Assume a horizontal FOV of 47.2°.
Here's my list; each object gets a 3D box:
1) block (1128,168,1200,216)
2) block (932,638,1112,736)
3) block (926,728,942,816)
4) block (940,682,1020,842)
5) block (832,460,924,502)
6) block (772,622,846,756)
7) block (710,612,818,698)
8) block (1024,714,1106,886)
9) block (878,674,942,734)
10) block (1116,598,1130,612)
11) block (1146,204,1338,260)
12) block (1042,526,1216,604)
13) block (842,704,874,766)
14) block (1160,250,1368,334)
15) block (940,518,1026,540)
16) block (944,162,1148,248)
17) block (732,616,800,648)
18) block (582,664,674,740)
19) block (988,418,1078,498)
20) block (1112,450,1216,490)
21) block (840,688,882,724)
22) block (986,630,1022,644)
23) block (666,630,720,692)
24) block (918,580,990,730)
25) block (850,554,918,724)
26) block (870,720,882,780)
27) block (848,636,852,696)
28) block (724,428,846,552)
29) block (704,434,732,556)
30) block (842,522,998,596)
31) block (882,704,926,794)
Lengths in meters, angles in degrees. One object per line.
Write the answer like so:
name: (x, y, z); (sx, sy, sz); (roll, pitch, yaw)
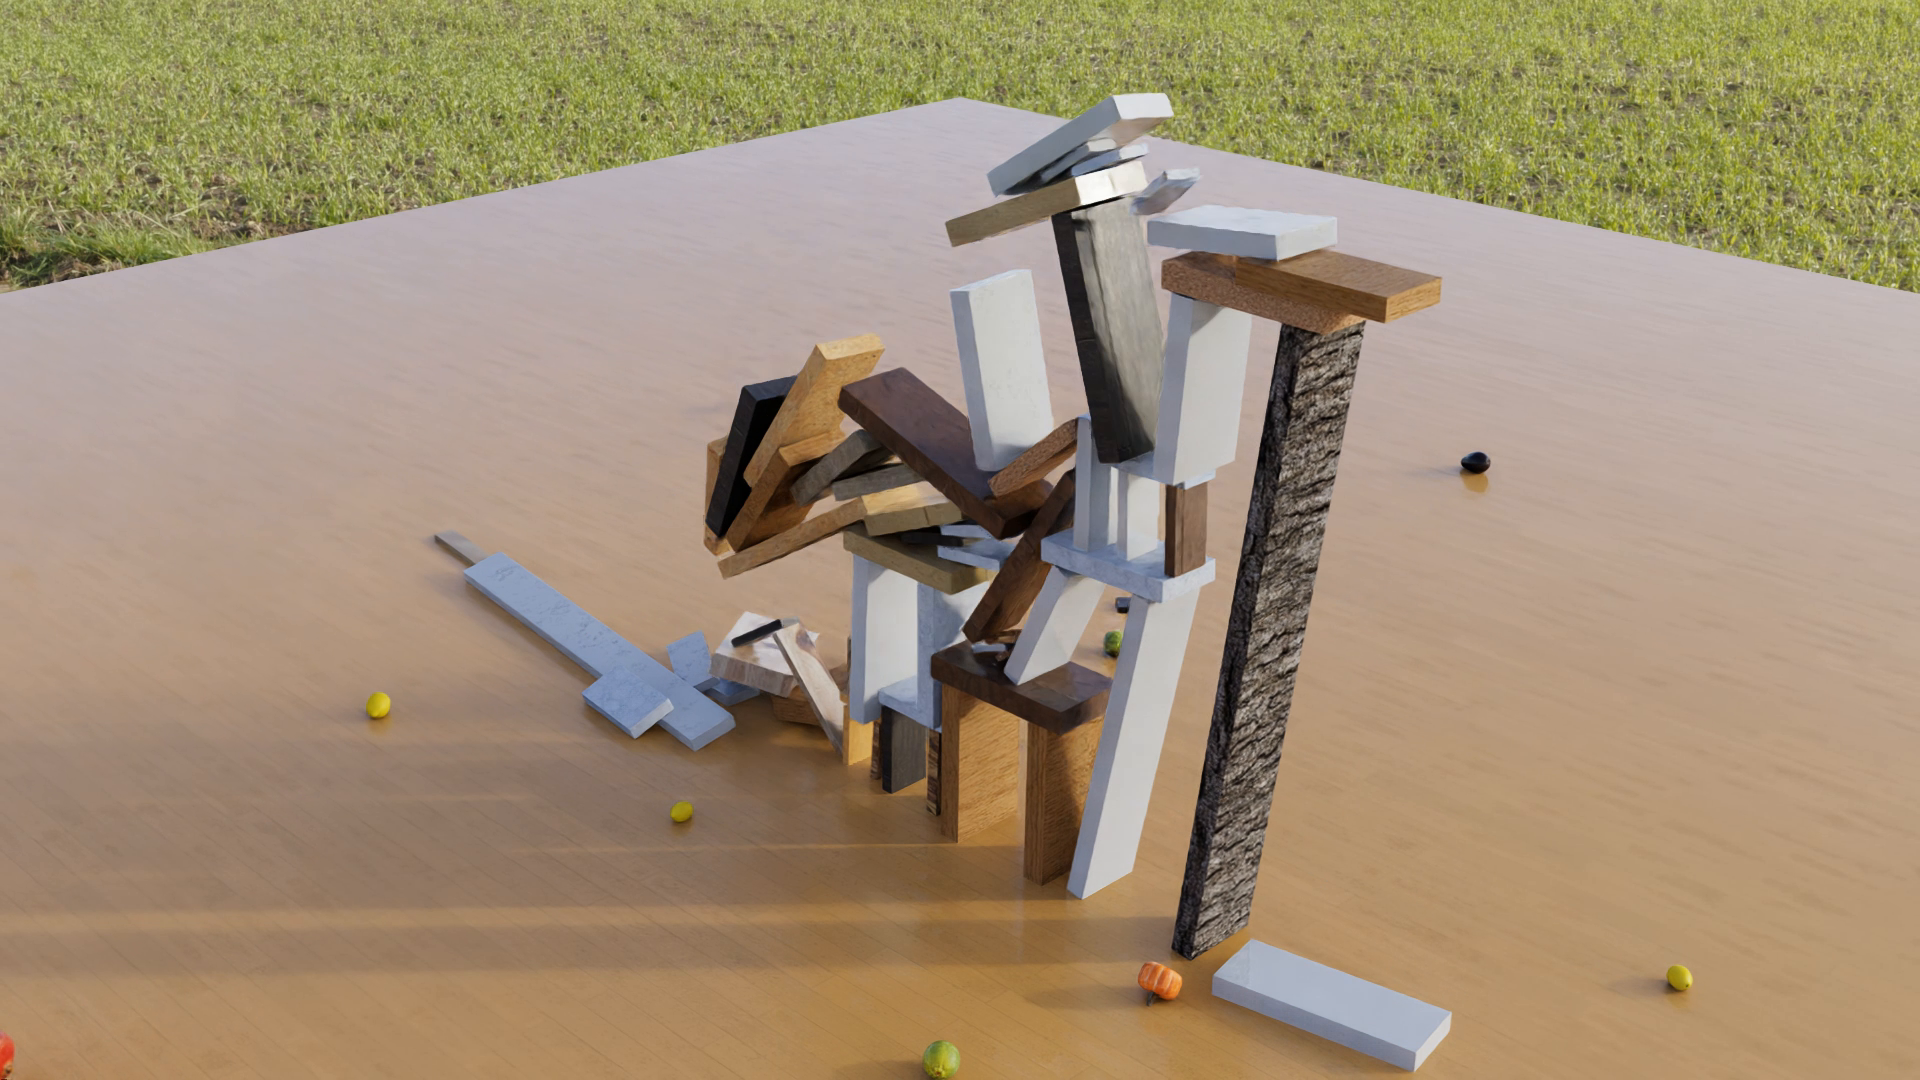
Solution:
block: (0.336, -0.573, 3.623); (0.064, 0.018, 0.128); (-9, -15, -28)
block: (0.124, 0.267, 4.198); (0.339, 0.048, 0.170); (21, 31, 41)
block: (-0.020, 0.453, 4.443); (0.028, 0.195, 0.098); (24, 33, 39)
block: (0.041, 0.414, 4.351); (0.170, 0.339, 0.048); (-21, 32, -41)
block: (-0.112, -0.132, 4.310); (0.142, 0.040, 0.283); (-21, 6, -39)
block: (-0.299, 0.317, 4.693); (0.070, 0.298, 0.020); (-22, -13, -39)
block: (-0.437, 0.254, 4.948); (0.180, 0.051, 0.359); (17, 14, 1)
block: (0.202, 0.476, 4.203); (0.170, 0.339, 0.048); (-21, 32, -41)
block: (-0.063, 0.332, 4.439); (0.098, 0.028, 0.195); (-21, 31, -40)
block: (0.437, 0.158, 5.369); (0.109, 0.015, 0.054); (0, 23, -1)
block: (0.451, -0.495, 3.533); (0.142, 0.040, 0.283); (-20, 23, -36)
block: (0.298, 0.035, 3.921); (0.143, 0.041, 0.286); (-21, 30, -40)
block: (-0.214, 0.403, 4.633); (0.069, 0.138, 0.020); (-21, 34, -40)
block: (0.500, -0.405, 3.511); (0.164, 0.047, 0.328); (-21, 32, -40)
block: (0.054, -0.028, 4.141); (0.169, 0.024, 0.085); (3, 19, 41)
block: (0.147, -0.580, 3.812); (0.167, 0.047, 0.334); (-22, 8, -41)
block: (-0.427, 0.202, 4.829); (0.140, 0.020, 0.070); (-23, -7, 29)
block: (-0.732, 0.353, 4.835); (0.108, 0.031, 0.217); (-39, 38, -21)
block: (0.167, -0.160, 3.984); (0.125, 0.035, 0.250); (-24, -8, -40)
block: (0.350, -0.128, 3.793); (0.083, 0.023, 0.166); (-21, 29, -40)
block: (-0.179, 0.340, 4.574); (0.069, 0.020, 0.138); (-21, 34, -40)
block: (0.098, 0.184, 4.197); (0.047, 0.013, 0.094); (-21, 8, -42)
block: (-0.605, 0.282, 4.981); (0.089, 0.025, 0.177); (-25, 38, -2)
block: (-0.013, 0.203, 4.316); (0.044, 0.308, 0.154); (22, 31, 40)
block: (-0.149, 0.180, 4.454); (0.154, 0.374, 0.044); (-21, 35, -40)
block: (-0.152, 0.426, 4.579); (0.069, 0.138, 0.020); (-21, 36, -41)
block: (-0.202, 0.252, 4.562); (0.020, 0.140, 0.070); (26, 38, 35)
block: (-0.359, -0.101, 4.576); (0.164, 0.328, 0.046); (-22, 70, -38)
block: (-0.471, -0.110, 4.723); (0.151, 0.301, 0.043); (-26, 54, -30)
block: (-0.070, 0.020, 4.295); (0.154, 0.044, 0.308); (-21, 31, -40)
block: (-0.115, 0.416, 4.530); (0.028, 0.195, 0.098); (22, 32, 40)
